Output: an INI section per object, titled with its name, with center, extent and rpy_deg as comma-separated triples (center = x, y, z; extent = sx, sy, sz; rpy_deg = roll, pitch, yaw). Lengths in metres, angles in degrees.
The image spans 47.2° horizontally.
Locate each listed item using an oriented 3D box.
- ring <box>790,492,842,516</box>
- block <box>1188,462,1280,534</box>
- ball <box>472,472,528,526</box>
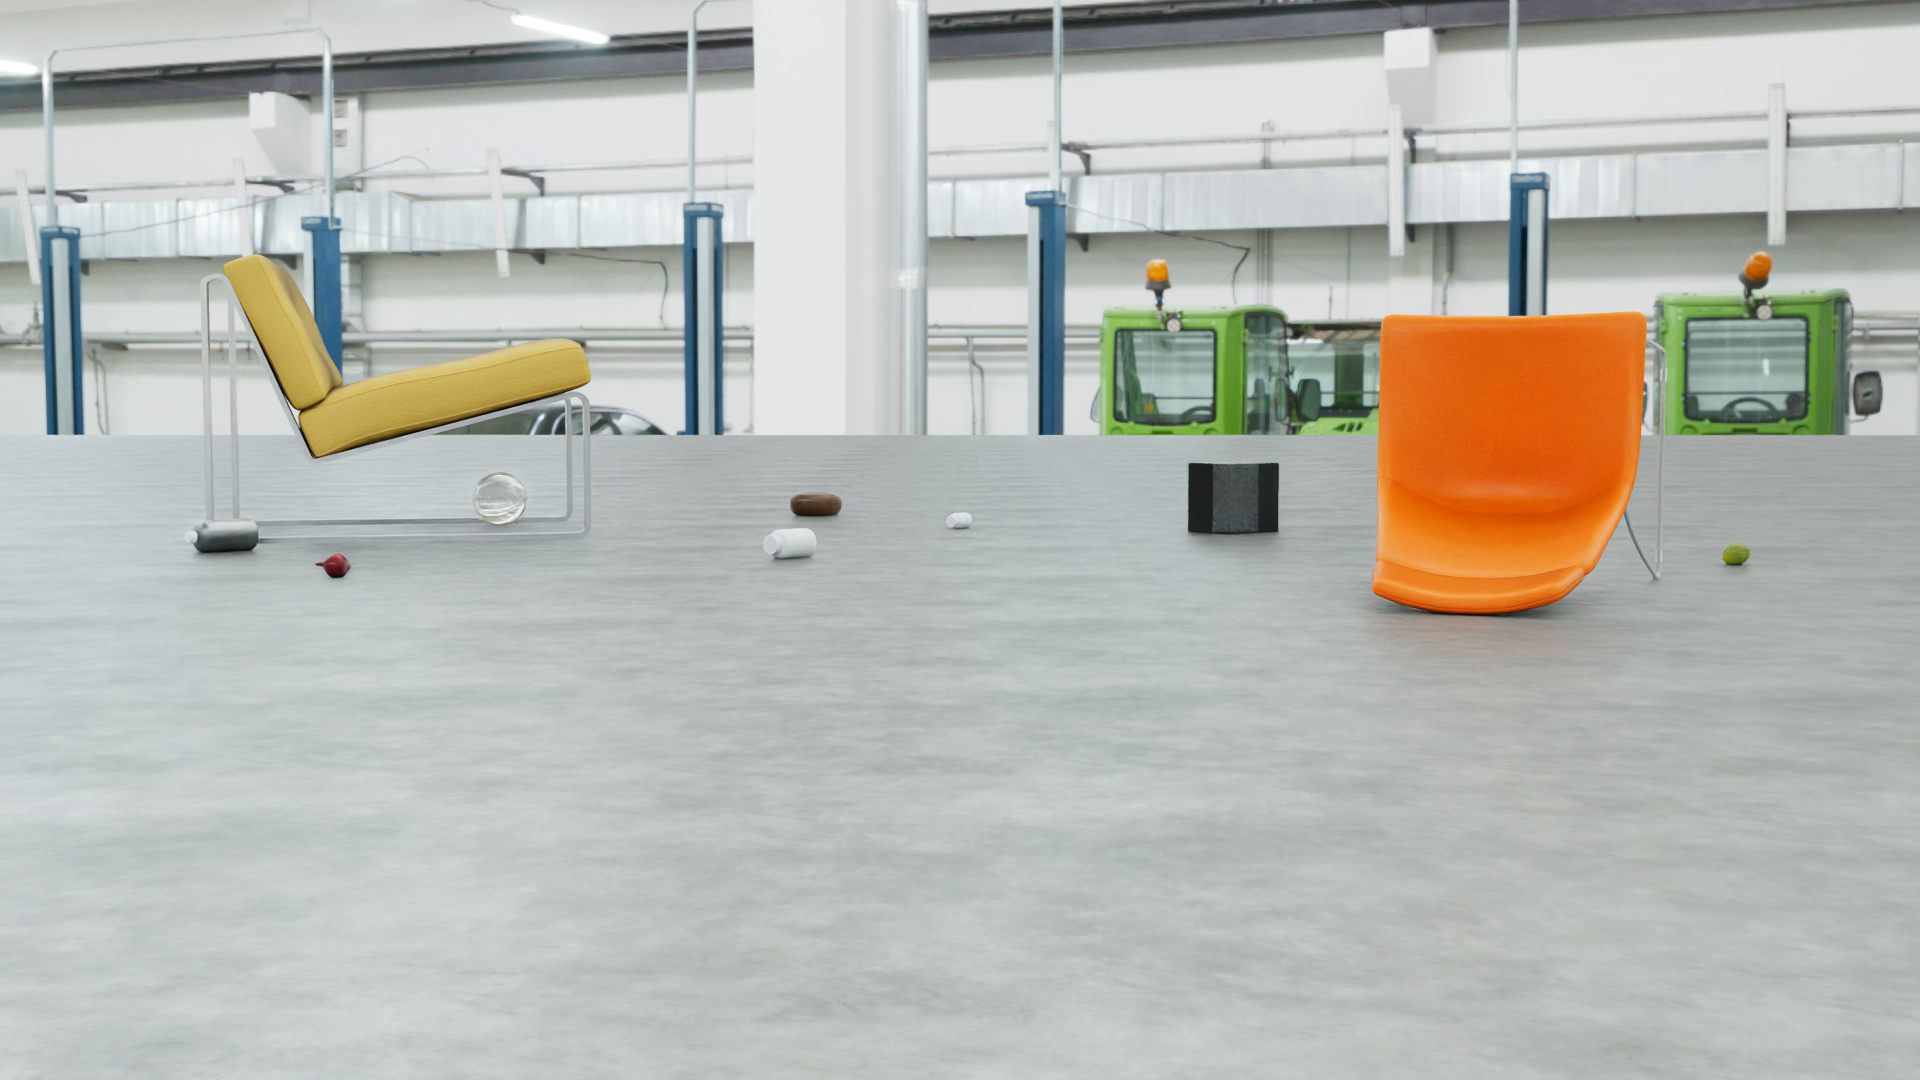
[ring]
center = -0.513, -0.129, 7.837
extent = 0.157, 0.082, 0.213
rpy_deg = 5, 5, 40
[block]
center = 0.859, -0.134, 6.909
extent = 0.220, 0.218, 0.180
rpy_deg = -3, 5, -39
[ball]
center = -1.518, -0.138, 7.260
extent = 0.177, 0.177, 0.177
rpy_deg = 0, 4, 0
